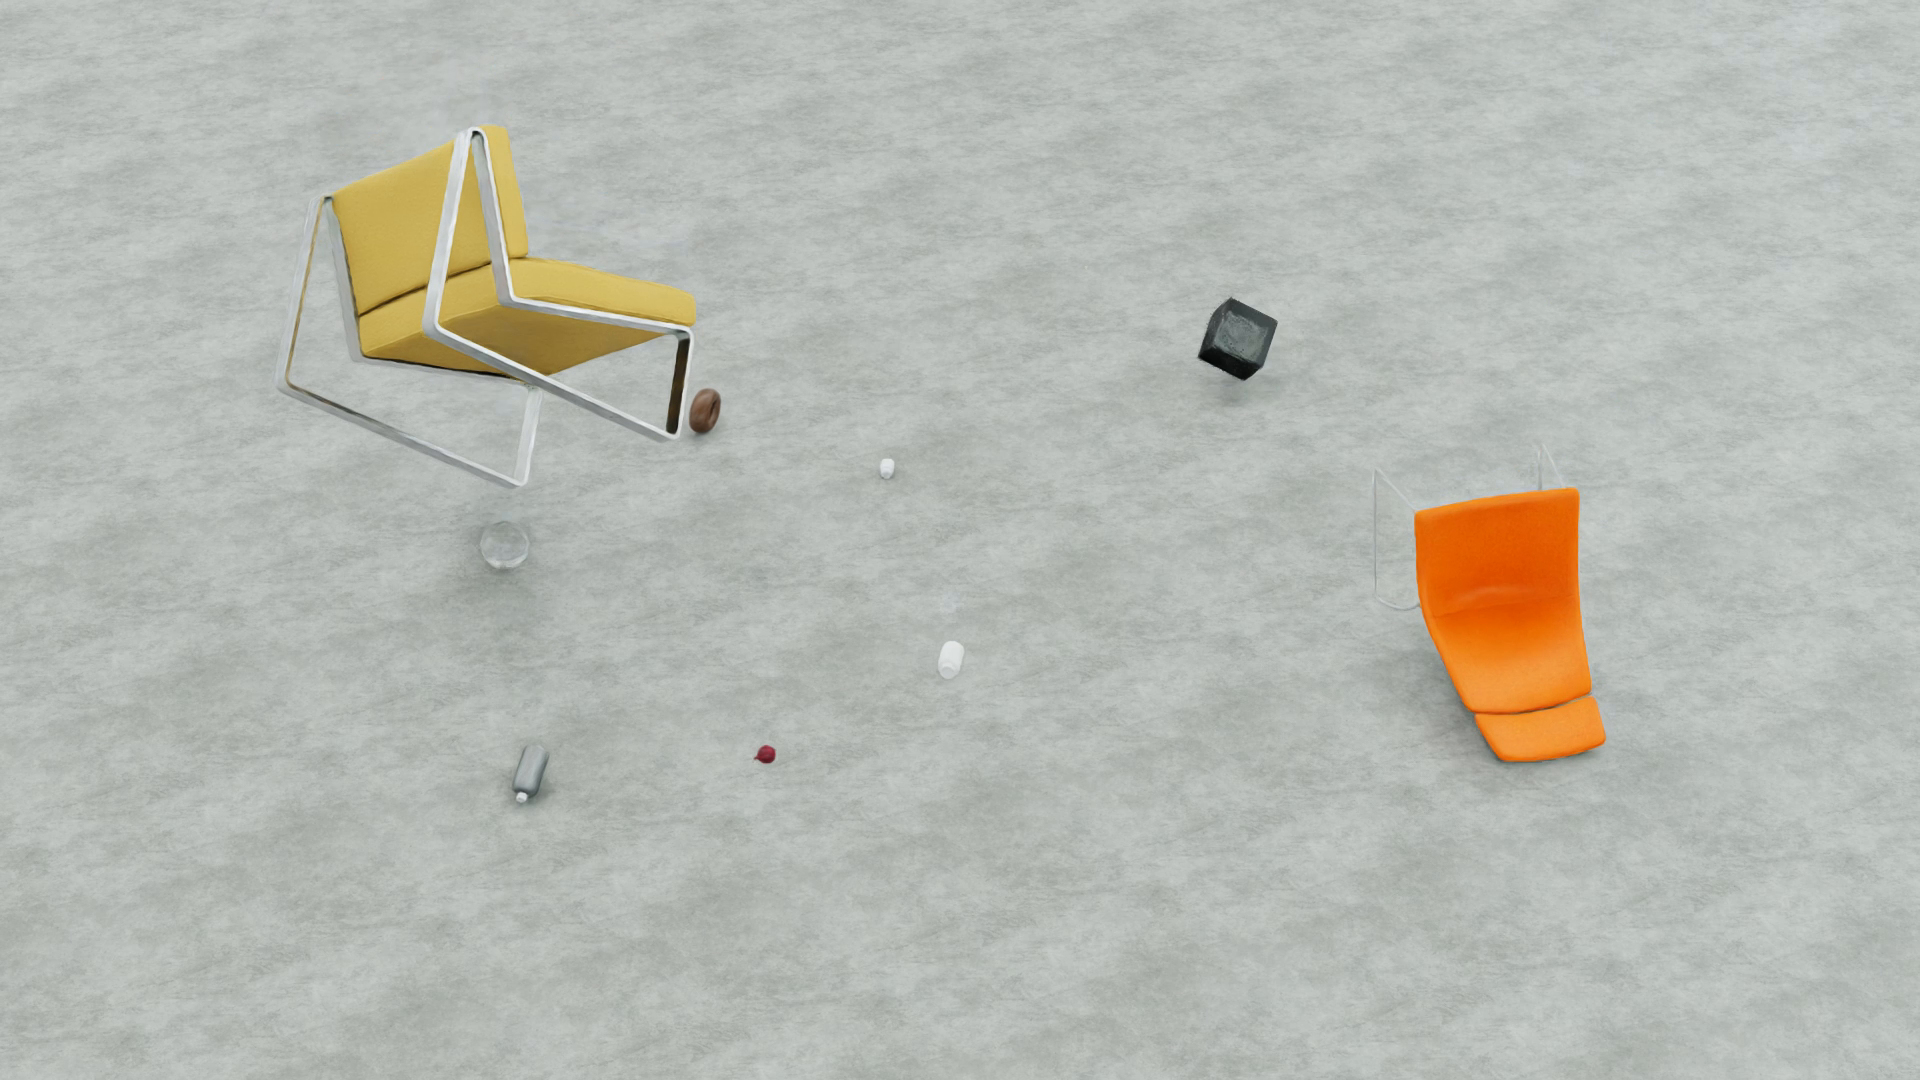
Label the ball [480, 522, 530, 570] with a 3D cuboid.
[{"bbox_3d":[-1.668,0.020,10.753,0.177,0.177,0.177,0,33,0],"label":"ball"}]

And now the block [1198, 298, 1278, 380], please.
[{"bbox_3d":[1.123,-0.811,11.852,0.220,0.180,0.218,25,67,-12],"label":"block"}]

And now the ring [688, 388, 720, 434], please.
[{"bbox_3d":[-1.007,-0.511,11.580,0.082,0.157,0.213,9,44,14],"label":"ring"}]
